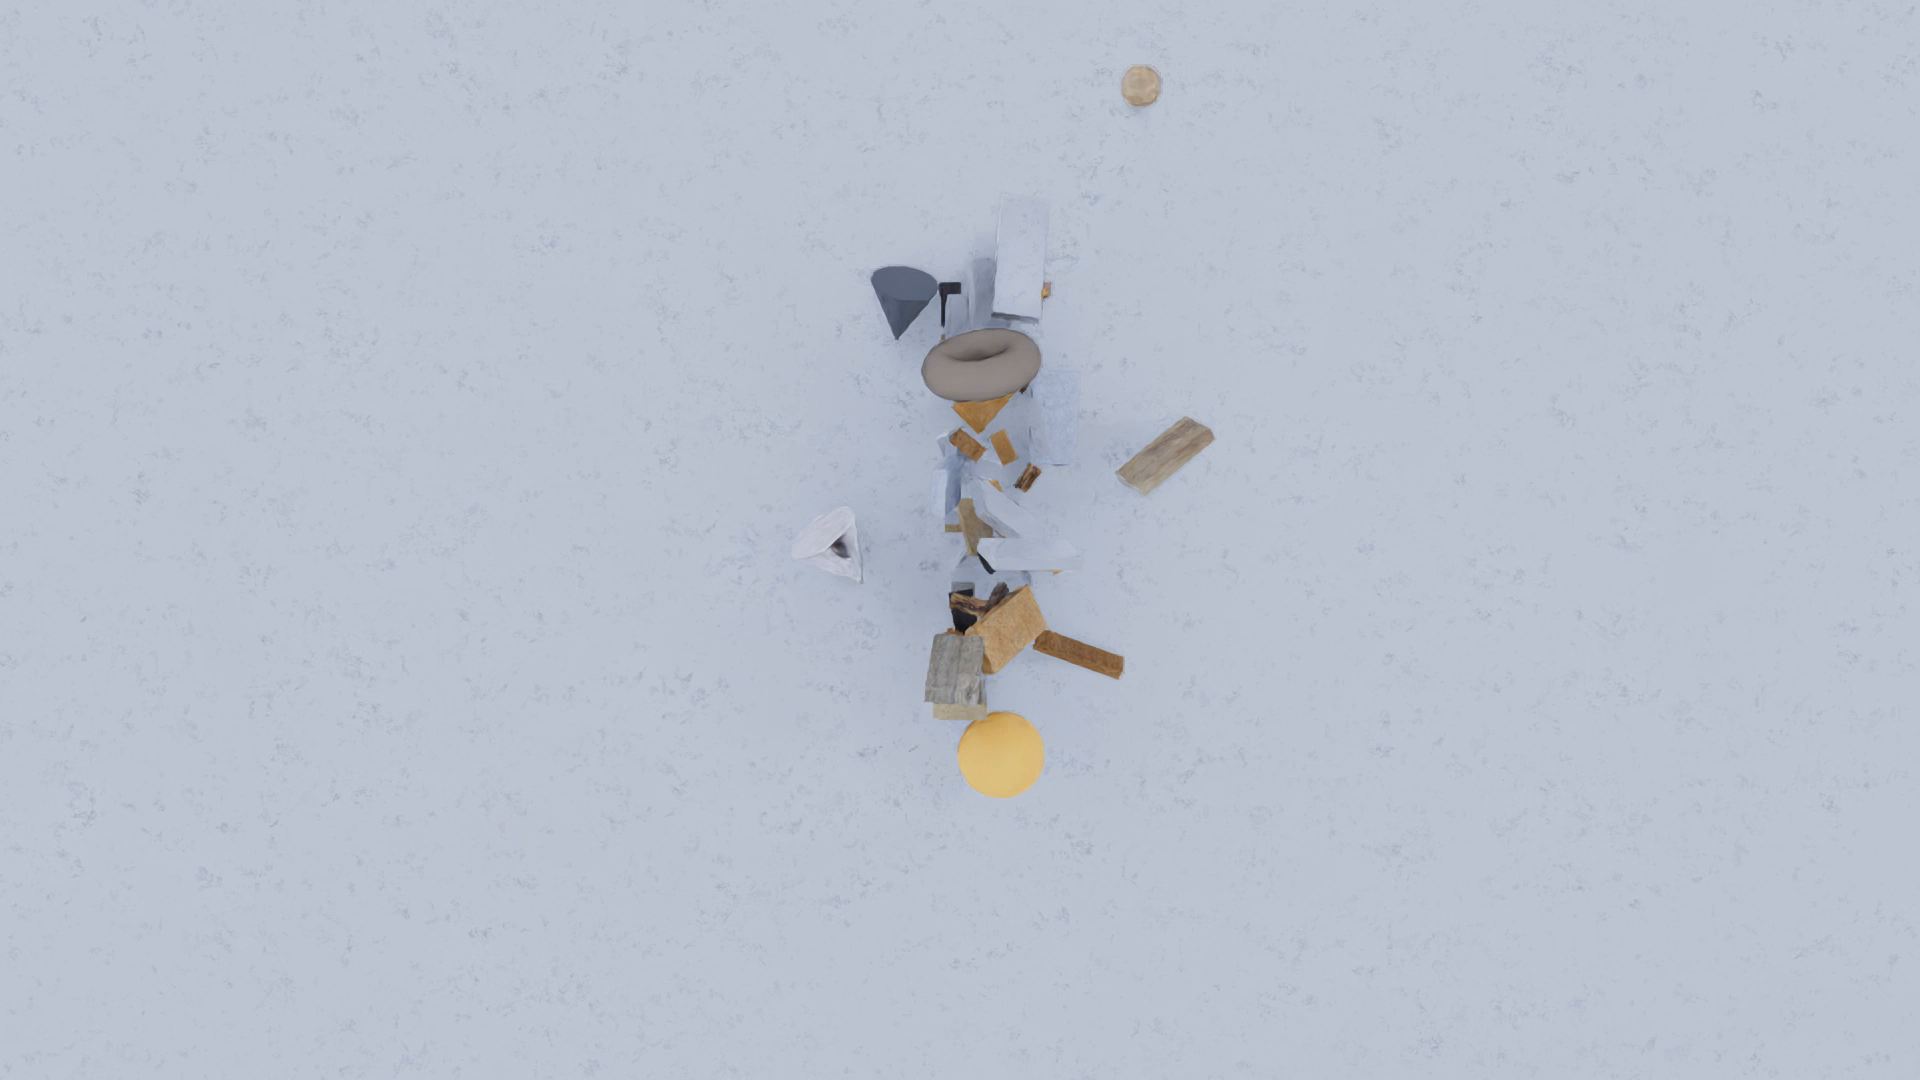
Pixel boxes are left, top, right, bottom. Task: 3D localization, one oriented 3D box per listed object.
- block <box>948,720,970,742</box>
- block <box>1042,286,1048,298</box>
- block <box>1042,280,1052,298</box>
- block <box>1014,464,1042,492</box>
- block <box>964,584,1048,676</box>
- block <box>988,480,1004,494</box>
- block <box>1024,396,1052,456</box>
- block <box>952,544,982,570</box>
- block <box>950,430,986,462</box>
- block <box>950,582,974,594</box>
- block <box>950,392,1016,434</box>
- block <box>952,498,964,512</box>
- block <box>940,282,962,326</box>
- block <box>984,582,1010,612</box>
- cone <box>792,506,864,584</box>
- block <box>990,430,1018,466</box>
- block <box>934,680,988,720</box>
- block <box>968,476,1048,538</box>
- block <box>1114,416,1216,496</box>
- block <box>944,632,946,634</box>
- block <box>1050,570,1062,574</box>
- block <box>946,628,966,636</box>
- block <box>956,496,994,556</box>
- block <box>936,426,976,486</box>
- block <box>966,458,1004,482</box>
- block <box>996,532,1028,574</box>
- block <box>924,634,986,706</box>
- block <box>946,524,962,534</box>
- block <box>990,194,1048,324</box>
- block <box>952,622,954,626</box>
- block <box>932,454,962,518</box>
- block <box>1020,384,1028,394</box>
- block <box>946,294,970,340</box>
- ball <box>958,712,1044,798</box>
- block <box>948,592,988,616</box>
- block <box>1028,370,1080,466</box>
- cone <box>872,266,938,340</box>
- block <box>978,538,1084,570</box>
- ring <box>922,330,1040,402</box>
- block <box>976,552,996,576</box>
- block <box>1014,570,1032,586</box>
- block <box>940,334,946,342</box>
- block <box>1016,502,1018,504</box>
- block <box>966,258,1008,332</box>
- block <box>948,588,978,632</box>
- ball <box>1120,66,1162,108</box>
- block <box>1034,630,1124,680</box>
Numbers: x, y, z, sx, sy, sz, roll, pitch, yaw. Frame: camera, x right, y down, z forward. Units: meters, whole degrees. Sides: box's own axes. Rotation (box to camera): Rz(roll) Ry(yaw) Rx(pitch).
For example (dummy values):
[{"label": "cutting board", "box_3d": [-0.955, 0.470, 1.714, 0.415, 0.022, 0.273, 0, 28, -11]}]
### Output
[{"label": "block", "box_3d": [-0.005, 0.580, 5.341, 0.074, 0.021, 0.149, 0, 90, 0]}, {"label": "block", "box_3d": [0.238, -0.823, 5.410, 0.100, 0.014, 0.050, 39, 97, 32]}, {"label": "block", "box_3d": [0.254, -0.838, 5.466, 0.100, 0.014, 0.050, 11, 89, -20]}, {"label": "block", "box_3d": [0.224, -0.205, 5.472, 0.047, 0.013, 0.095, 30, 112, -13]}, {"label": "block", "box_3d": [0.146, 0.276, 5.092, 0.043, 0.305, 0.153, -14, 107, 43]}, {"label": "block", "box_3d": [0.143, -0.094, 5.315, 0.027, 0.097, 0.194, -24, 110, 18]}, {"label": "block", "box_3d": [0.255, -0.374, 5.450, 0.047, 0.013, 0.191, -14, 90, 0]}, {"label": "block", "box_3d": [0.045, 0.044, 5.399, 0.092, 0.184, 0.026, -8, 68, -21]}, {"label": "block", "box_3d": [0.026, -0.302, 5.274, 0.109, 0.015, 0.054, 37, 96, -10]}, {"label": "block", "box_3d": [0.009, 0.168, 5.421, 0.079, 0.158, 0.022, 3, 103, 0]}, {"label": "block", "box_3d": [0.087, -0.471, 5.400, 0.126, 0.036, 0.253, 43, 52, -6]}, {"label": "block", "box_3d": [0.000, -0.114, 5.406, 0.093, 0.186, 0.026, 1, 84, 0]}, {"label": "block", "box_3d": [-0.029, -0.782, 5.468, 0.070, 0.020, 0.140, -3, 92, -3]}, {"label": "block", "box_3d": [0.145, 0.246, 5.225, 0.030, 0.213, 0.107, 6, 50, 31]}, {"label": "cone", "box_3d": [-0.383, 0.063, 5.444, 0.247, 0.247, 0.247, -37, 117, 0]}, {"label": "block", "box_3d": [0.144, -0.307, 5.482, 0.054, 0.015, 0.109, -25, 90, 25]}, {"label": "block", "box_3d": [0.001, 0.478, 4.959, 0.153, 0.549, 0.043, 0, 92, 0]}, {"label": "block", "box_3d": [0.161, -0.060, 5.179, 0.041, 0.360, 0.143, -32, 48, 22]}, {"label": "block", "box_3d": [0.671, -0.276, 5.404, 0.308, 0.154, 0.044, -39, 123, -8]}, {"label": "block", "box_3d": [0.004, 0.338, 5.383, 0.116, 0.231, 0.033, 0, 97, 0]}, {"label": "block", "box_3d": [0.266, 0.029, 5.390, 0.027, 0.194, 0.097, -28, 50, 20]}, {"label": "block", "box_3d": [-0.005, 0.329, 5.126, 0.107, 0.213, 0.030, 22, 72, -1]}, {"label": "block", "box_3d": [0.051, -0.047, 5.296, 0.092, 0.026, 0.184, -16, 92, -21]}, {"label": "block", "box_3d": [0.000, -0.265, 5.325, 0.093, 0.026, 0.186, -19, 114, 6]}, {"label": "block", "box_3d": [0.081, -0.228, 5.300, 0.109, 0.015, 0.054, 15, 87, 1]}, {"label": "block", "box_3d": [0.170, 0.004, 5.363, 0.027, 0.097, 0.196, -25, 120, 16]}, {"label": "block", "box_3d": [-0.013, 0.375, 4.792, 0.153, 0.305, 0.043, 4, 118, 3]}, {"label": "block", "box_3d": [-0.002, -0.037, 5.408, 0.092, 0.185, 0.026, 0, 90, 0]}, {"label": "block", "box_3d": [0.195, -0.918, 5.379, 0.154, 0.044, 0.422, 7, 73, -7]}, {"label": "block", "box_3d": [0.019, 0.291, 5.421, 0.079, 0.158, 0.022, -15, 101, 0]}, {"label": "block", "box_3d": [-0.038, -0.167, 5.025, 0.041, 0.286, 0.143, 4, 102, 9]}, {"label": "block", "box_3d": [0.220, -0.532, 5.380, 0.014, 0.050, 0.100, 19, 119, -15]}, {"label": "block", "box_3d": [0.016, -0.680, 5.448, 0.126, 0.036, 0.253, 0, 93, -29]}, {"label": "ball", "box_3d": [0.123, 0.650, 4.995, 0.263, 0.263, 0.263, 0, 90, 0]}, {"label": "block", "box_3d": [0.037, 0.212, 5.311, 0.139, 0.015, 0.054, 14, 90, 0]}, {"label": "block", "box_3d": [0.312, -0.403, 5.478, 0.154, 0.044, 0.308, 3, 90, 0]}, {"label": "cone", "box_3d": [-0.195, -0.746, 5.411, 0.222, 0.222, 0.222, 11, 128, 0]}, {"label": "block", "box_3d": [0.212, 0.042, 4.978, 0.286, 0.143, 0.041, 0, 113, -22]}, {"label": "ring", "box_3d": [0.068, -0.558, 5.256, 0.386, 0.386, 0.129, -11, 118, 0]}, {"label": "block", "box_3d": [0.095, 0.062, 5.302, 0.054, 0.015, 0.108, -35, 135, -5]}, {"label": "block", "box_3d": [0.202, 0.105, 5.406, 0.015, 0.054, 0.108, -28, 135, 16]}, {"label": "block", "box_3d": [-0.009, -0.625, 5.475, 0.070, 0.020, 0.140, -18, 103, 2]}, {"label": "block", "box_3d": [0.168, -0.095, 5.300, 0.013, 0.095, 0.047, -22, 89, 27]}, {"label": "block", "box_3d": [0.089, -0.797, 5.441, 0.126, 0.036, 0.253, -4, 93, -33]}, {"label": "block", "box_3d": [0.015, 0.242, 5.330, 0.079, 0.022, 0.158, -11, 90, 0]}, {"label": "ball", "box_3d": [0.595, -1.493, 5.433, 0.134, 0.134, 0.134, 0, 90, 0]}, {"label": "block", "box_3d": [0.390, 0.373, 5.430, 0.298, 0.107, 0.030, 20, 115, -1]}]
